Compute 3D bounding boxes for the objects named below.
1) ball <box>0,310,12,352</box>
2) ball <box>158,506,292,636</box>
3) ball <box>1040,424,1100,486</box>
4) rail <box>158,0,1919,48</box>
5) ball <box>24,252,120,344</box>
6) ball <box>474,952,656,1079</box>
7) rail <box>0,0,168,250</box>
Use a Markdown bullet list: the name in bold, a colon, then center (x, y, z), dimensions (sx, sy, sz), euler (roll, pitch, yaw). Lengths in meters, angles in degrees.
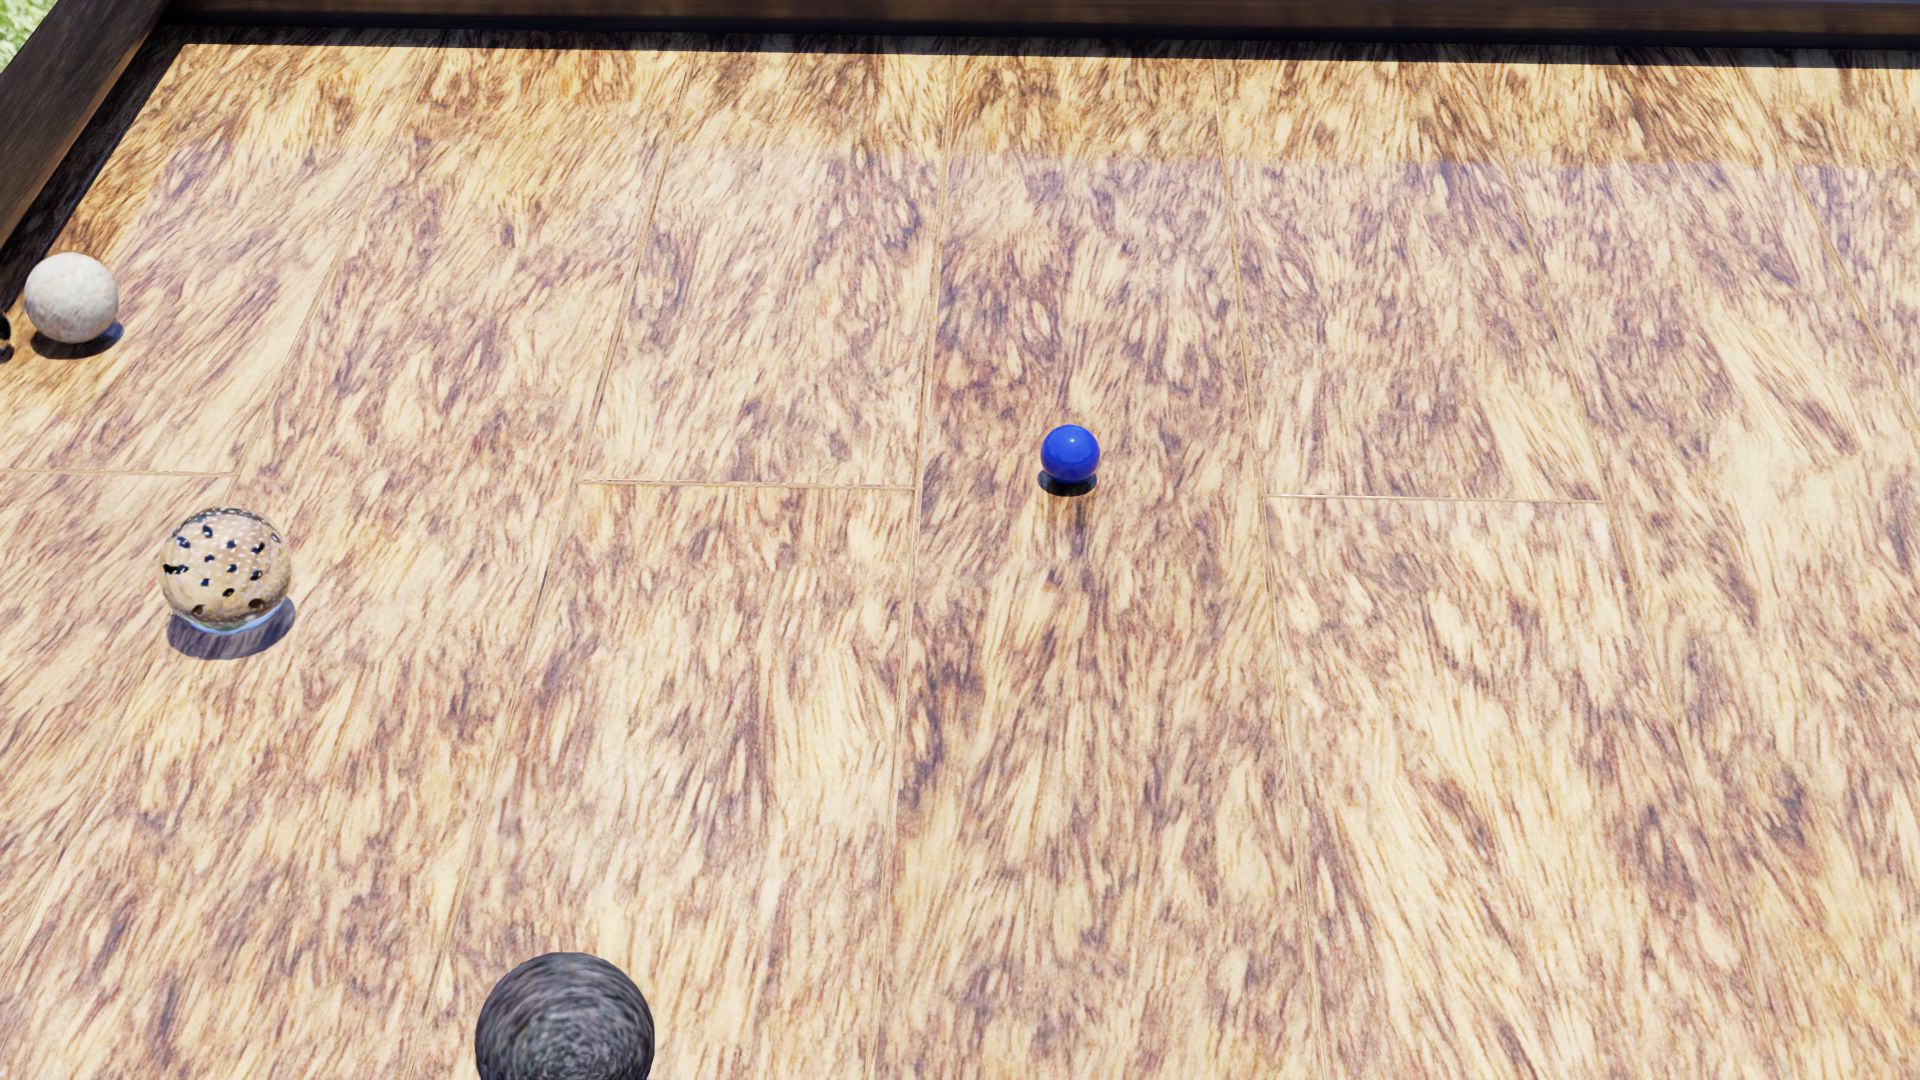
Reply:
- **ball**: center (-0.765, -0.163, 2.004), dimensions (0.045, 0.045, 0.045), euler (0, 36, 0)
- **ball**: center (-0.490, 0.020, 1.711), dimensions (0.086, 0.086, 0.086), euler (0, 36, 0)
- **ball**: center (0.080, -0.062, 1.862), dimensions (0.044, 0.044, 0.044), euler (0, 36, 0)
- **rail**: center (0.851, -0.512, 2.422), dimensions (3.287, 0.124, 0.045), euler (1, 36, 2)
- **ball**: center (-0.699, -0.190, 2.019), dimensions (0.071, 0.071, 0.071), euler (0, 36, 0)
- **ball**: center (-0.209, 0.266, 1.360), dimensions (0.095, 0.095, 0.095), euler (0, 36, 0)
- **rail**: center (-0.798, -0.040, 1.762), dimensions (0.045, 0.124, 1.782), euler (1, 36, 2)
